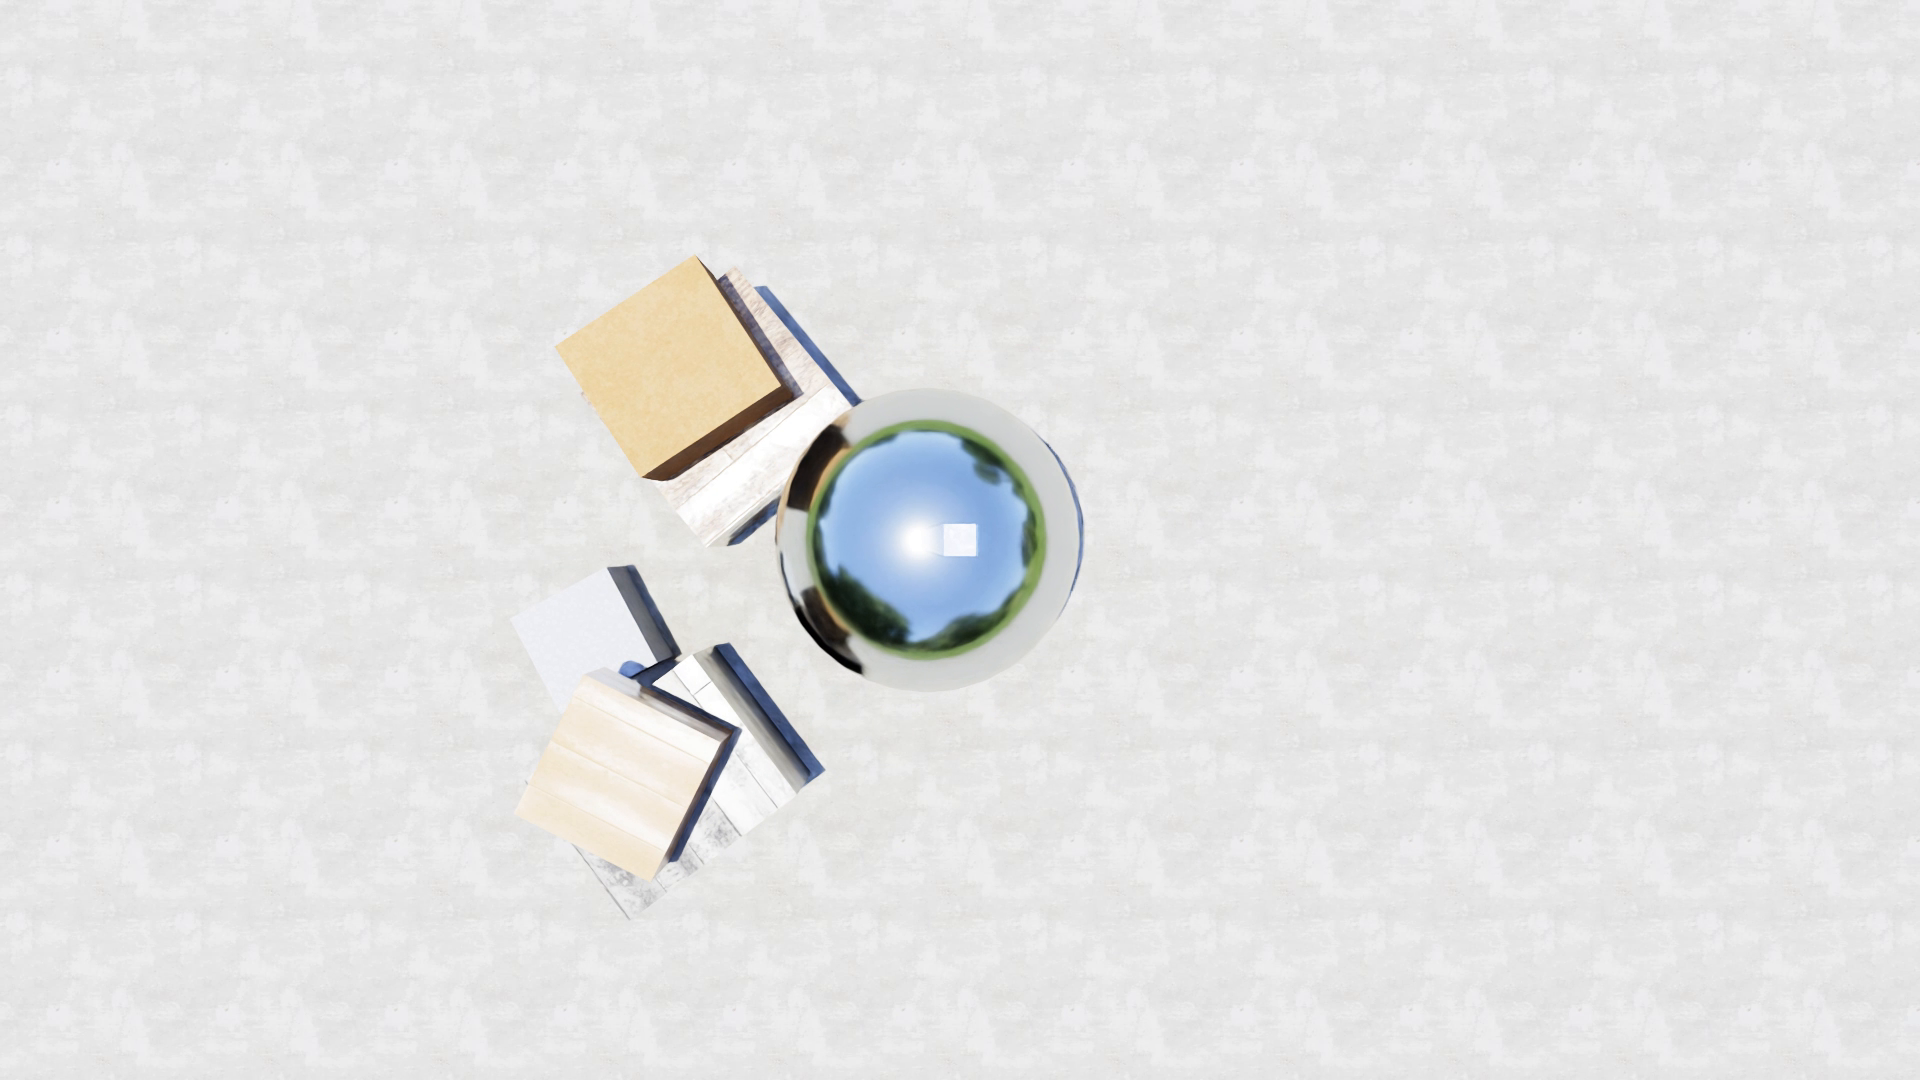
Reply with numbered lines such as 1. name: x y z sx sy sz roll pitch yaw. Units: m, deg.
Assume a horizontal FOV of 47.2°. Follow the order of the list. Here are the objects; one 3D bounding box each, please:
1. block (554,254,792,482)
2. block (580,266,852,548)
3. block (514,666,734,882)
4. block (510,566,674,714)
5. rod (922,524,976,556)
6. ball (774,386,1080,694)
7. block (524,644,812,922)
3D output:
1. block: -1.483 -0.883 11.558 0.853 0.816 0.796 -33 90 0
2. block: -1.303 -0.728 12.482 1.099 1.035 1.082 -40 90 0
3. block: -1.746 1.213 11.531 0.779 0.676 0.795 27 90 0
4. block: -2.106 0.563 12.648 0.612 0.704 0.605 -28 90 0
5. rod: -0.075 0.000 8.125 0.080 5.200 0.080 0 90 -2
6. ball: -0.172 0.000 11.524 1.600 1.600 1.600 0 90 0
7. block: -1.617 1.339 12.434 1.135 1.131 0.947 -37 90 0
